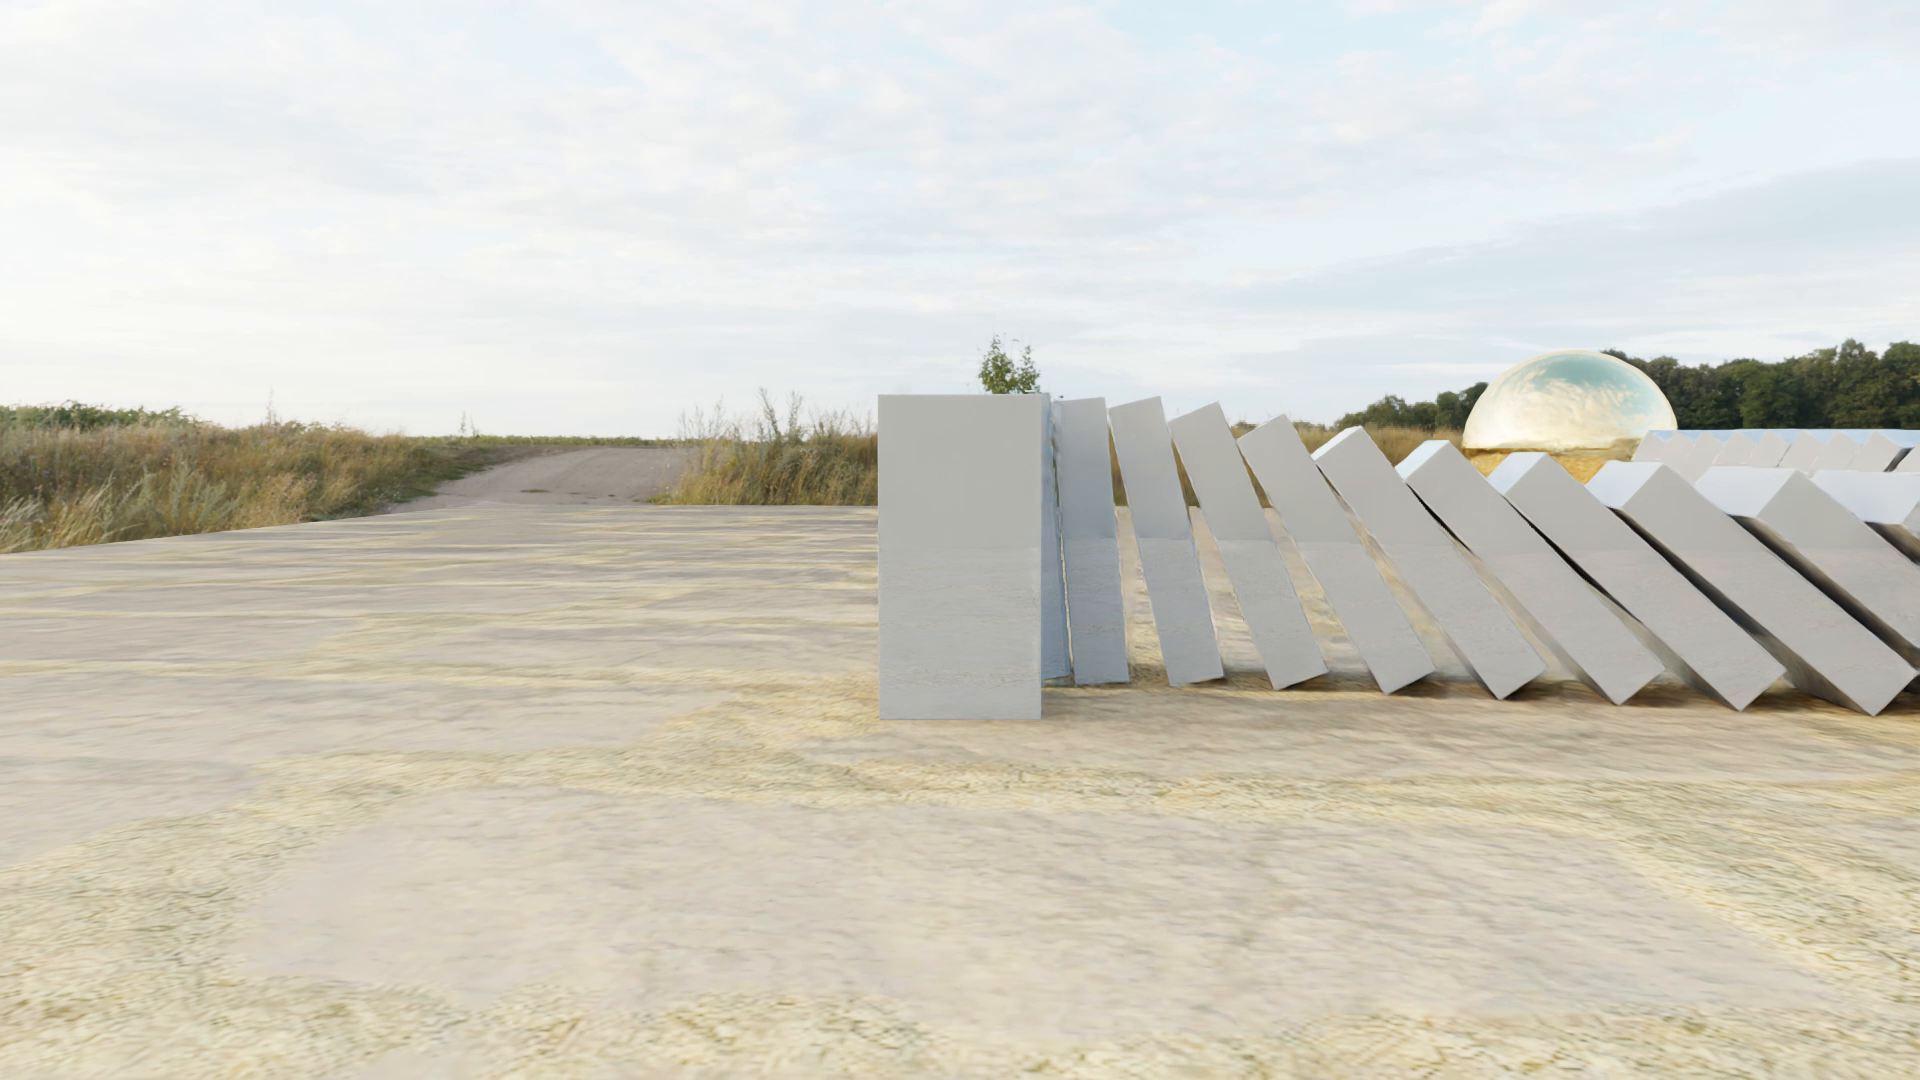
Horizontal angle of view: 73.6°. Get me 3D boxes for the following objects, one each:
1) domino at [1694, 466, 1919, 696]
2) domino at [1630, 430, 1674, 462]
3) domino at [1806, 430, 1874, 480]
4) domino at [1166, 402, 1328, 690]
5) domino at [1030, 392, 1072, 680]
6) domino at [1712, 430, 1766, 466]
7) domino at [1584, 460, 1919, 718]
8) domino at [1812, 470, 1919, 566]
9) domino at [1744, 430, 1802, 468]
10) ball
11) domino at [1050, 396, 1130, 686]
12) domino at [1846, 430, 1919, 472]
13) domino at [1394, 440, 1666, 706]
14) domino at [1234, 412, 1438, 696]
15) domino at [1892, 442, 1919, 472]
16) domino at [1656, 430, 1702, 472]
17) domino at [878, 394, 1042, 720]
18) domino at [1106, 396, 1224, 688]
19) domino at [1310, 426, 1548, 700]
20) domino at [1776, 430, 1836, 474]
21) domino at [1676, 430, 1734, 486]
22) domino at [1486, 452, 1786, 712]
[{"bbox_3d":[0.145,0.008,0.209,0.050,0.009,0.025,39,5,0],"label":"domino"},{"bbox_3d":[0.256,-0.017,0.477,0.025,0.050,0.009,-2,37,-22],"label":"domino"},{"bbox_3d":[0.281,-0.012,0.414,0.025,0.050,0.009,-2,38,-21],"label":"domino"},{"bbox_3d":[0.052,0.000,0.232,0.009,0.050,0.025,-22,0,12],"label":"domino"},{"bbox_3d":[0.007,-0.001,0.234,0.009,0.050,0.025,-7,5,-32],"label":"domino"},{"bbox_3d":[0.268,-0.015,0.446,0.025,0.050,0.009,-2,37,-22],"label":"domino"},{"bbox_3d":[0.128,0.007,0.213,0.050,0.009,0.025,41,9,4],"label":"domino"},{"bbox_3d":[0.163,0.008,0.207,0.050,0.010,0.025,37,1,-5],"label":"domino"},{"bbox_3d":[0.273,-0.014,0.436,0.025,0.050,0.009,-2,37,-22],"label":"domino"},{"bbox_3d":[0.245,-0.036,0.518,0.080,0.080,0.080,0,4,0],"label":"ball"},{"bbox_3d":[0.024,-0.001,0.237,0.010,0.050,0.025,-5,4,7],"label":"domino"},{"bbox_3d":[0.285,-0.011,0.403,0.025,0.050,0.009,-2,38,-21],"label":"domino"},{"bbox_3d":[0.096,0.004,0.221,0.009,0.050,0.025,-43,-5,11],"label":"domino"},{"bbox_3d":[0.066,0.001,0.229,0.009,0.050,0.025,-31,-2,12],"label":"domino"},{"bbox_3d":[0.288,-0.009,0.390,0.025,0.050,0.010,-2,43,-21],"label":"domino"},{"bbox_3d":[0.260,-0.016,0.467,0.025,0.050,0.010,-2,37,-22],"label":"domino"},{"bbox_3d":[0.000,0.002,0.201,0.025,0.050,0.009,0,4,0],"label":"domino"},{"bbox_3d":[0.038,-0.001,0.235,0.009,0.050,0.025,-13,2,11],"label":"domino"},{"bbox_3d":[0.081,0.003,0.225,0.010,0.050,0.025,-37,-4,12],"label":"domino"},{"bbox_3d":[0.277,-0.013,0.425,0.025,0.050,0.009,-2,38,-21],"label":"domino"},{"bbox_3d":[0.264,-0.015,0.456,0.025,0.050,0.009,-2,37,-22],"label":"domino"},{"bbox_3d":[0.112,0.006,0.217,0.050,0.010,0.025,44,11,5],"label":"domino"}]
